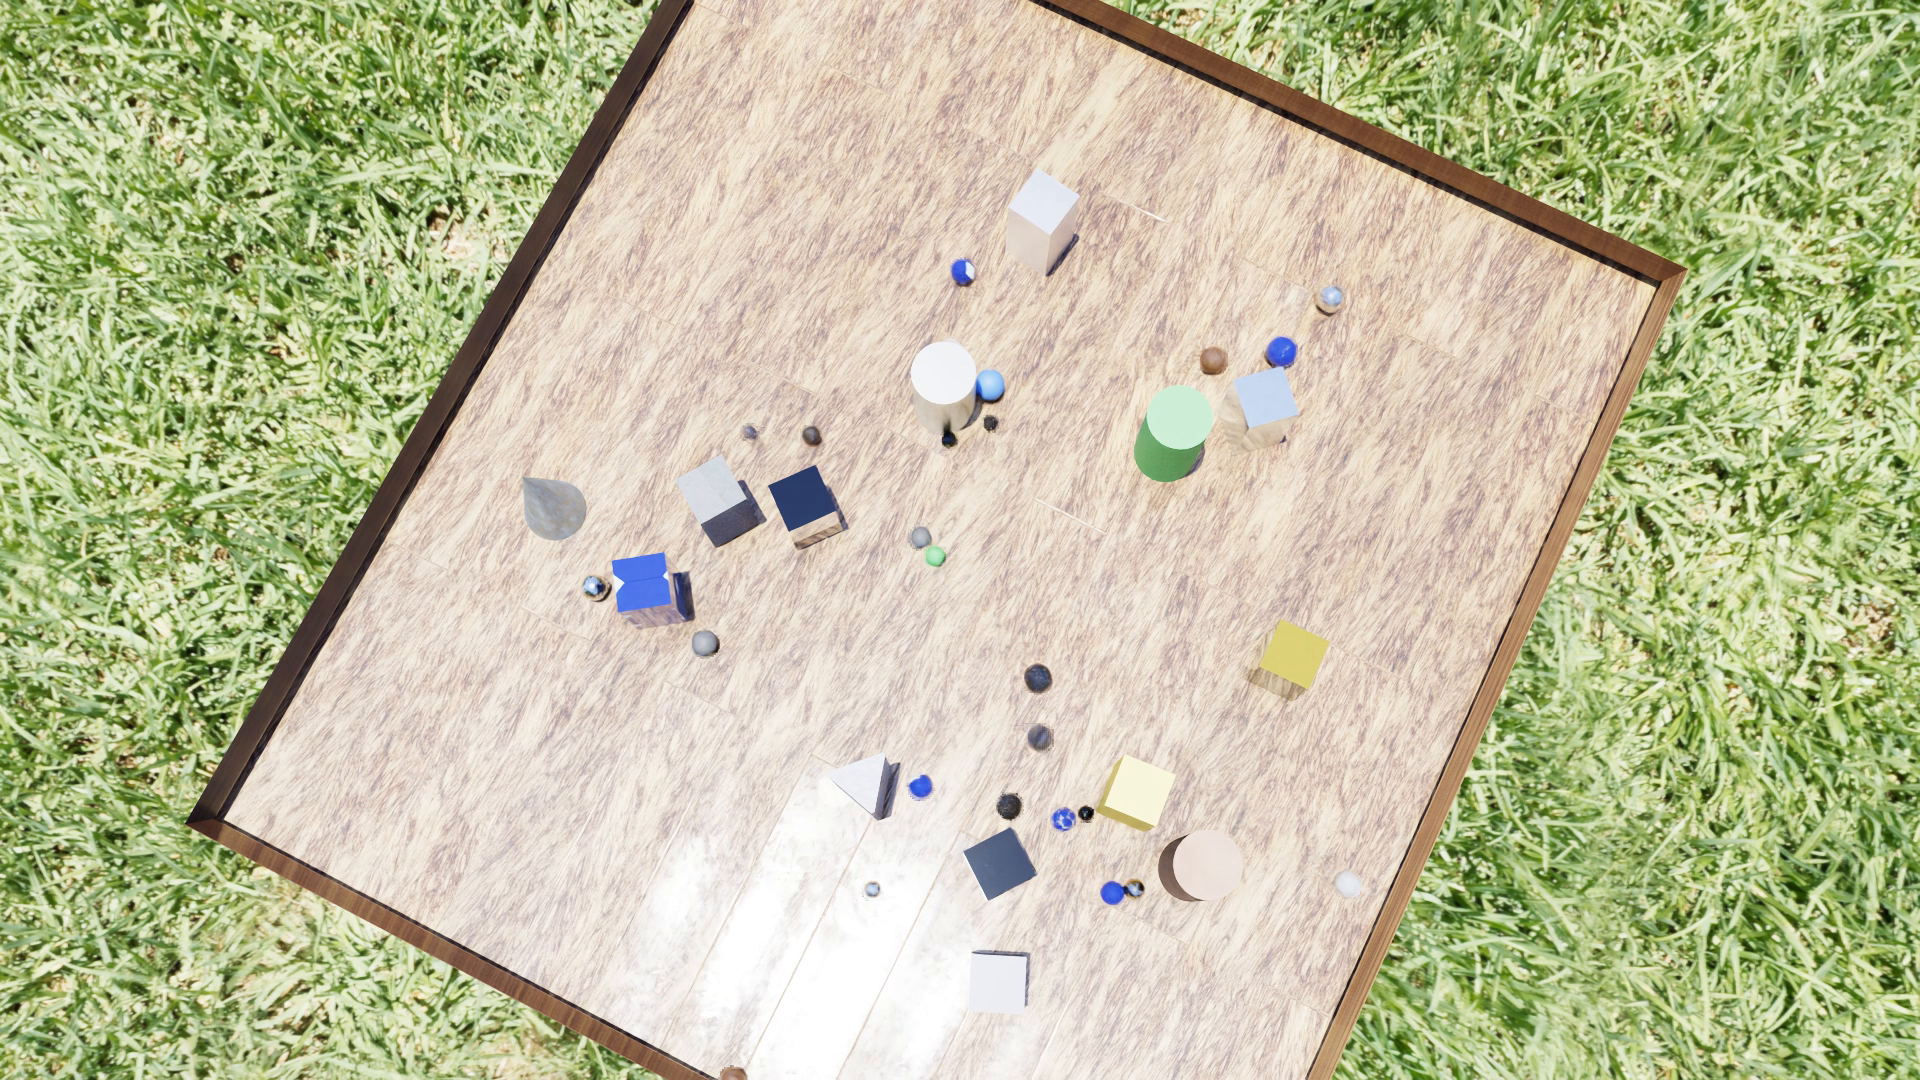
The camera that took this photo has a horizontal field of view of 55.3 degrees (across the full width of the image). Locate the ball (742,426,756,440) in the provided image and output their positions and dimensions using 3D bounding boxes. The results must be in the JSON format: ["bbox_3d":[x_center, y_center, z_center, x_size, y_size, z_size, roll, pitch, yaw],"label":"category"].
[{"bbox_3d":[-0.651,-0.332,5.662,0.045,0.045,0.045,0,78,0],"label":"ball"}]

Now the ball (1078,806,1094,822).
[{"bbox_3d":[0.373,0.809,5.424,0.048,0.048,0.048,0,78,0],"label":"ball"}]

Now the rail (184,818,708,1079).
[{"bbox_3d":[-0.780,1.534,5.235,3.270,0.124,0.045,26,80,5],"label":"rail"}]

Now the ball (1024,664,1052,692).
[{"bbox_3d":[0.233,0.412,5.487,0.086,0.086,0.086,0,78,0],"label":"ball"}]

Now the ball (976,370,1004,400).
[{"bbox_3d":[0.090,-0.479,5.667,0.096,0.096,0.096,0,78,0],"label":"ball"}]

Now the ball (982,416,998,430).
[{"bbox_3d":[0.093,-0.362,5.668,0.046,0.046,0.046,0,78,0],"label":"ball"}]

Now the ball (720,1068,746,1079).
[{"bbox_3d":[-0.652,1.550,5.260,0.070,0.070,0.070,0,78,0],"label":"ball"}]

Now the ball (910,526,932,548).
[{"bbox_3d":[-0.119,-0.008,5.585,0.064,0.064,0.064,0,78,0],"label":"ball"}]

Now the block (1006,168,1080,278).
[{"bbox_3d":[0.250,-0.971,5.632,0.153,0.363,0.153,35,80,7],"label":"block"}]

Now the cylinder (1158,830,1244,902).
[{"bbox_3d":[0.680,0.931,5.218,0.191,0.404,0.191,0,78,0],"label":"cylinder"}]

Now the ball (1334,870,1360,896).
[{"bbox_3d":[1.134,1.007,5.370,0.074,0.074,0.074,0,78,0],"label":"ball"}]

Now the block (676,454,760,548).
[{"bbox_3d":[-0.721,-0.112,5.465,0.153,0.341,0.153,-30,80,-6],"label":"block"}]

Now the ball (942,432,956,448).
[{"bbox_3d":[-0.034,-0.308,5.656,0.049,0.049,0.049,0,78,0],"label":"ball"}]

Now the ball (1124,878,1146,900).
[{"bbox_3d":[0.511,1.023,5.373,0.063,0.063,0.063,0,78,0],"label":"ball"}]

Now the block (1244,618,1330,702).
[{"bbox_3d":[0.959,0.356,5.393,0.153,0.292,0.153,25,79,5],"label":"block"}]

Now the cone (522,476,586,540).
[{"bbox_3d":[-1.244,-0.136,5.419,0.191,0.442,0.191,0,78,0],"label":"cone"}]

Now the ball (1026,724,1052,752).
[{"bbox_3d":[0.237,0.589,5.455,0.078,0.078,0.078,0,78,0],"label":"ball"}]

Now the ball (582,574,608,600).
[{"bbox_3d":[-1.105,0.143,5.545,0.081,0.081,0.081,0,78,0],"label":"ball"}]

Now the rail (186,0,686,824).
[{"bbox_3d":[-1.441,-0.699,5.697,0.045,0.124,3.536,26,80,5],"label":"rail"}]

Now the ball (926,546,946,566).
[{"bbox_3d":[-0.076,0.049,5.575,0.062,0.062,0.062,0,78,0],"label":"ball"}]

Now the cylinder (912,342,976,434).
[{"bbox_3d":[-0.048,-0.456,5.539,0.191,0.336,0.191,0,78,0],"label":"cylinder"}]

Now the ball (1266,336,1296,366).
[{"bbox_3d":[0.998,-0.585,5.689,0.095,0.095,0.095,0,78,0],"label":"ball"}]

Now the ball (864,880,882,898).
[{"bbox_3d":[-0.256,1.026,5.377,0.054,0.054,0.054,0,78,0],"label":"ball"}]

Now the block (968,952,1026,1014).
[{"bbox_3d":[0.103,1.254,5.195,0.153,0.317,0.153,3,78,1],"label":"block"}]

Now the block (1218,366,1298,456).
[{"bbox_3d":[0.894,-0.384,5.521,0.153,0.342,0.153,-16,79,-3],"label":"block"}]

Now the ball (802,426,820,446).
[{"bbox_3d":[-0.459,-0.322,5.653,0.058,0.058,0.058,0,78,0],"label":"ball"}]

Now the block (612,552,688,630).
[{"bbox_3d":[-0.914,0.154,5.419,0.153,0.325,0.153,-9,78,-2],"label":"block"}]

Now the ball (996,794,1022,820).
[{"bbox_3d":[0.145,0.789,5.413,0.078,0.078,0.078,0,78,0],"label":"ball"}]

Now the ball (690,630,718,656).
[{"bbox_3d":[-0.769,0.309,5.512,0.080,0.080,0.080,0,78,0],"label":"ball"}]

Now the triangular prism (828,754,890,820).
[{"bbox_3d":[-0.256,0.686,5.261,0.166,0.418,0.144,40,81,8],"label":"triangular prism"}]

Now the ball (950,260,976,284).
[{"bbox_3d":[0.010,-0.841,5.752,0.077,0.077,0.077,0,78,0],"label":"ball"}]

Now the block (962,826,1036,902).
[{"bbox_3d":[0.111,0.939,5.298,0.153,0.242,0.153,-27,80,-5],"label":"block"}]

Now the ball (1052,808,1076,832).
[{"bbox_3d":[0.308,0.825,5.409,0.072,0.072,0.072,0,78,0],"label":"ball"}]

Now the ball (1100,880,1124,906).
[{"bbox_3d":[0.446,1.033,5.366,0.071,0.071,0.071,0,78,0],"label":"ball"}]

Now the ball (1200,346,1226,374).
[{"bbox_3d":[0.785,-0.559,5.690,0.083,0.083,0.083,0,78,0],"label":"ball"}]

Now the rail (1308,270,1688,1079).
[{"bbox_3d":[1.441,0.712,5.405,0.045,0.124,3.536,26,80,5],"label":"rail"}]

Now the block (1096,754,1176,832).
[{"bbox_3d":[0.504,0.734,5.286,0.153,0.350,0.153,22,79,4],"label":"block"}]

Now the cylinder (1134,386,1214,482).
[{"bbox_3d":[0.633,-0.312,5.474,0.191,0.406,0.191,0,78,0],"label":"cylinder"}]

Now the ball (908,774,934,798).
[{"bbox_3d":[-0.116,0.729,5.428,0.073,0.073,0.073,0,78,0],"label":"ball"}]

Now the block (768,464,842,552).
[{"bbox_3d":[-0.461,-0.094,5.491,0.153,0.283,0.153,-24,79,-5],"label":"block"}]

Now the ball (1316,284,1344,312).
[{"bbox_3d":[1.157,-0.755,5.727,0.089,0.089,0.089,0,78,0],"label":"ball"}]

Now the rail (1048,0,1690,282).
[{"bbox_3d":[0.780,-1.521,5.867,3.270,0.124,0.045,26,80,5],"label":"rail"}]

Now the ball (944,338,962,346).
[{"bbox_3d":[-0.028,-0.591,5.703,0.071,0.071,0.071,0,78,0],"label":"ball"}]
